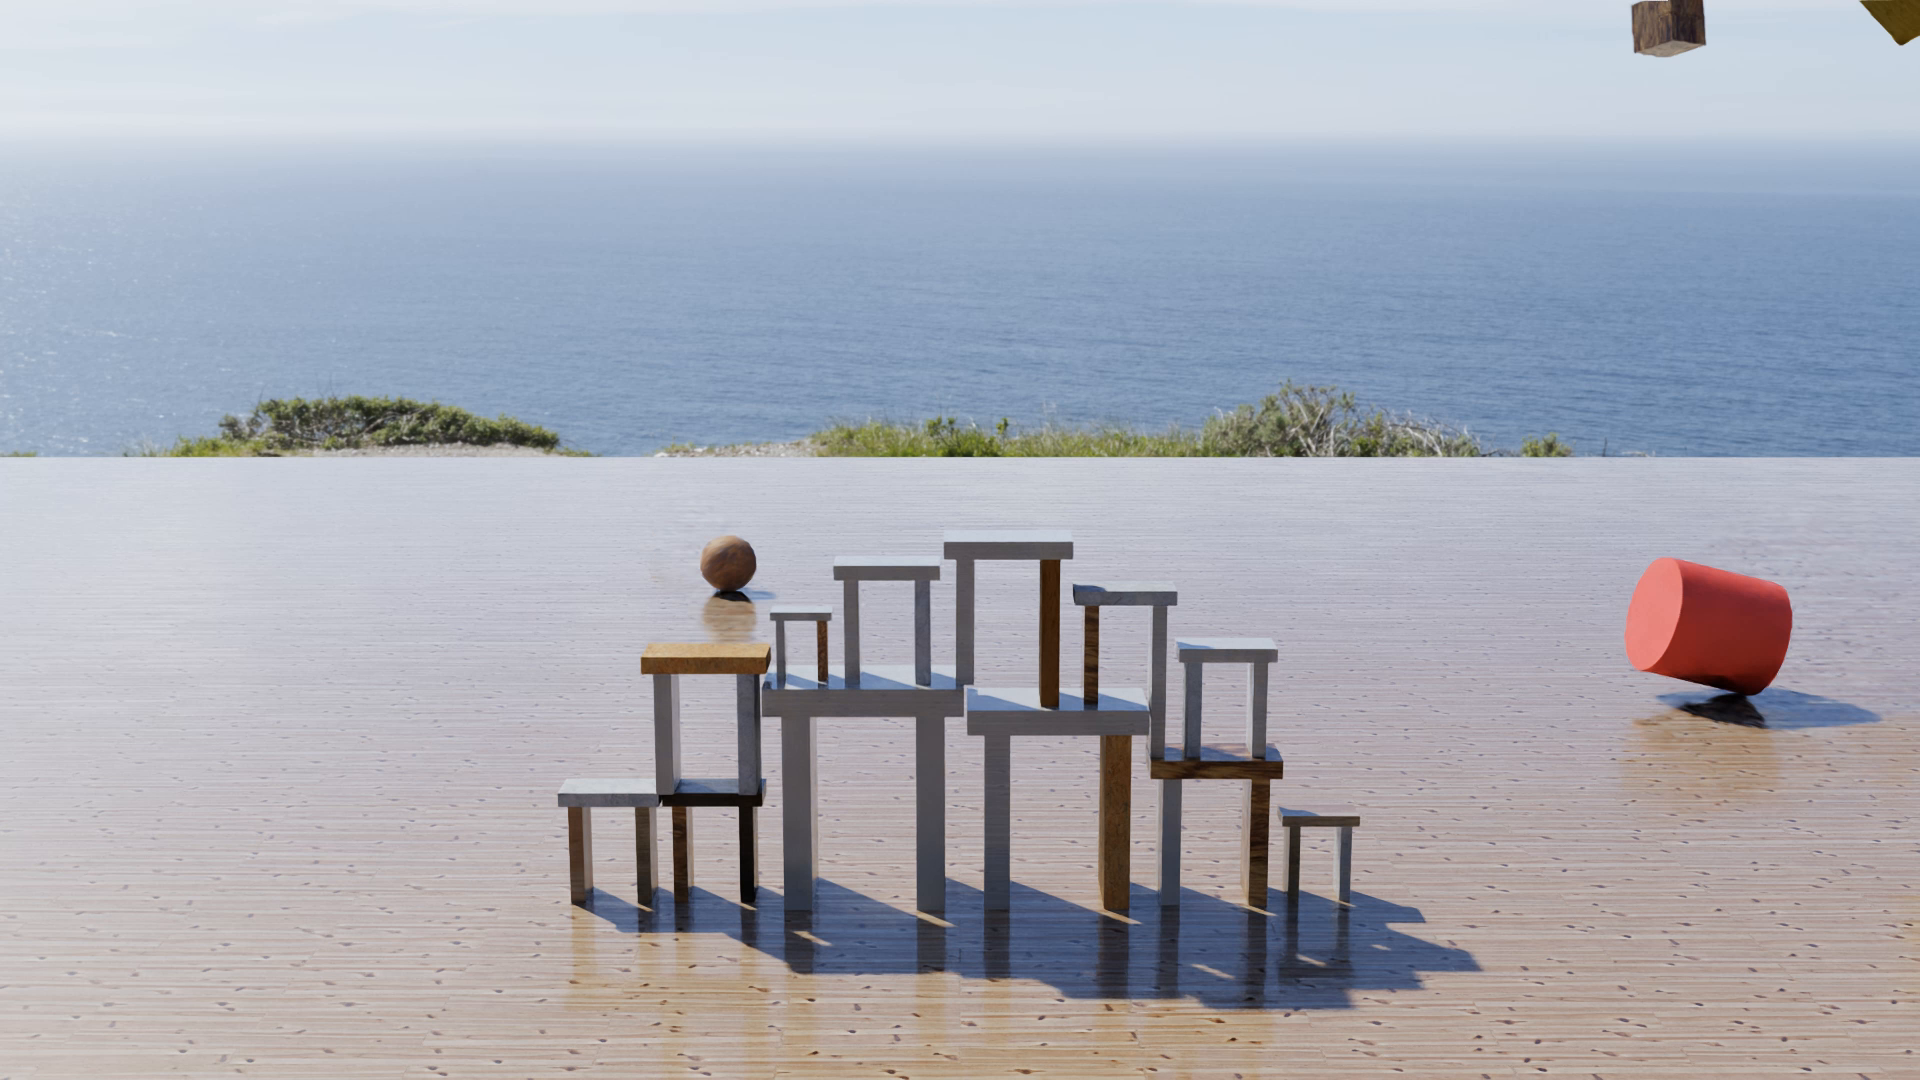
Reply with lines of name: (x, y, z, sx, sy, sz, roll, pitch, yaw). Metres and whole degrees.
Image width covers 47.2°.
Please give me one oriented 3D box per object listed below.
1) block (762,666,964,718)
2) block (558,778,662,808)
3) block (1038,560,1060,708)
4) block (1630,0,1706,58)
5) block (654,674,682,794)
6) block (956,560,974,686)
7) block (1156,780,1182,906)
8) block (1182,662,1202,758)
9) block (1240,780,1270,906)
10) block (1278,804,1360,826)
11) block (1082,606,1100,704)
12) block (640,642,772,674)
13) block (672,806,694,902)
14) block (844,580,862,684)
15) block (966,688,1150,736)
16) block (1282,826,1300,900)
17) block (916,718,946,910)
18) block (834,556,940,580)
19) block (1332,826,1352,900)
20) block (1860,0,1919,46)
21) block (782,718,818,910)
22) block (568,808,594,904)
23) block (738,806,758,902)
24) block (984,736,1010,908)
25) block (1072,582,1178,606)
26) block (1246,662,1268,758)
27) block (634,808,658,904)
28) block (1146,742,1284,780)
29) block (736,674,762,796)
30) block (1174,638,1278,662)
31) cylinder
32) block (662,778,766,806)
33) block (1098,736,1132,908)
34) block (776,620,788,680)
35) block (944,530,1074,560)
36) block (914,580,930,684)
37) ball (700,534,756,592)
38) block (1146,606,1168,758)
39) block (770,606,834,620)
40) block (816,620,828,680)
block: (-0.156, 0.247, 3.609, 0.325, 0.046, 0.162, 0, 11, 0)
block: (-0.575, 0.417, 3.632, 0.165, 0.023, 0.082, 0, 11, 0)
block: (0.146, 0.141, 3.585, 0.029, 0.243, 0.103, 0, 11, 0)
block: (2.258, -1.640, 7.007, 0.156, 0.156, 0.156, -1, -4, -32)
block: (-0.481, 0.307, 3.613, 0.029, 0.202, 0.101, 0, 11, 0)
block: (0.008, 0.124, 3.582, 0.029, 0.207, 0.104, 0, 11, 0)
block: (0.346, 0.485, 3.647, 0.030, 0.215, 0.108, 0, 11, 0)
block: (0.381, 0.269, 3.614, 0.023, 0.159, 0.080, 0, 11, 0)
block: (0.489, 0.485, 3.647, 0.030, 0.215, 0.108, 0, 11, 0)
block: (0.593, 0.457, 3.643, 0.127, 0.018, 0.063, 0, 11, 0)
block: (0.213, 0.179, 3.596, 0.023, 0.165, 0.082, 0, 11, 0)
block: (-0.413, 0.193, 3.593, 0.202, 0.029, 0.101, 0, 11, 0)
block: (-0.460, 0.509, 3.654, 0.023, 0.164, 0.082, 0, 11, 0)
block: (-0.175, 0.141, 3.585, 0.024, 0.171, 0.086, 0, 11, 0)
block: (0.158, 0.281, 3.611, 0.293, 0.042, 0.147, 0, 11, 0)
block: (0.551, 0.528, 3.656, 0.018, 0.127, 0.063, 0, 11, 0)
block: (-0.048, 0.430, 3.643, 0.046, 0.325, 0.162, 0, 11, 0)
block: (-0.118, 0.045, 3.567, 0.171, 0.024, 0.086, 0, 11, 0)
block: (0.636, 0.528, 3.656, 0.018, 0.127, 0.063, 0, 11, 0)
block: (2.546, -1.471, 5.856, 0.179, 0.179, 0.179, -53, 11, -33)
block: (-0.264, 0.430, 3.643, 0.046, 0.325, 0.162, 0, 11, 0)
block: (-0.629, 0.510, 3.649, 0.023, 0.165, 0.082, 0, 11, 0)
block: (-0.351, 0.509, 3.654, 0.023, 0.164, 0.082, 0, 11, 0)
block: (0.060, 0.446, 3.642, 0.042, 0.293, 0.147, 0, 11, 0)
block: (0.268, 0.087, 3.579, 0.165, 0.023, 0.082, 0, 11, 0)
block: (0.488, 0.269, 3.614, 0.023, 0.159, 0.080, 0, 11, 0)
block: (-0.520, 0.510, 3.649, 0.023, 0.165, 0.082, 0, 11, 0)
block: (0.417, 0.364, 3.625, 0.215, 0.030, 0.108, 0, 11, 0)
block: (-0.346, 0.307, 3.613, 0.029, 0.203, 0.101, 0, 11, 0)
block: (0.435, 0.180, 3.598, 0.159, 0.023, 0.080, 0, 11, 0)
cylinder: (1.677, 0.193, 4.939, 0.261, 0.261, 0.261, 13, 9, -7)
block: (-0.405, 0.417, 3.637, 0.164, 0.023, 0.082, 0, 11, 0)
block: (0.256, 0.446, 3.642, 0.042, 0.293, 0.147, 0, 11, 0)
block: (-0.291, 0.176, 3.594, 0.014, 0.100, 0.050, 0, 10, 0)
block: (0.077, 0.008, 3.560, 0.207, 0.029, 0.104, 0, 11, 0)
block: (-0.061, 0.141, 3.585, 0.024, 0.171, 0.086, 0, 11, 0)
ball: (-0.640, 0.064, 6.074, 0.156, 0.156, 0.156, 0, 11, 0)
block: (0.322, 0.223, 3.605, 0.023, 0.254, 0.082, 0, 11, 0)
block: (-0.258, 0.120, 3.584, 0.100, 0.014, 0.050, 0, 10, 0)
block: (-0.225, 0.176, 3.595, 0.014, 0.100, 0.050, 0, 11, 0)
